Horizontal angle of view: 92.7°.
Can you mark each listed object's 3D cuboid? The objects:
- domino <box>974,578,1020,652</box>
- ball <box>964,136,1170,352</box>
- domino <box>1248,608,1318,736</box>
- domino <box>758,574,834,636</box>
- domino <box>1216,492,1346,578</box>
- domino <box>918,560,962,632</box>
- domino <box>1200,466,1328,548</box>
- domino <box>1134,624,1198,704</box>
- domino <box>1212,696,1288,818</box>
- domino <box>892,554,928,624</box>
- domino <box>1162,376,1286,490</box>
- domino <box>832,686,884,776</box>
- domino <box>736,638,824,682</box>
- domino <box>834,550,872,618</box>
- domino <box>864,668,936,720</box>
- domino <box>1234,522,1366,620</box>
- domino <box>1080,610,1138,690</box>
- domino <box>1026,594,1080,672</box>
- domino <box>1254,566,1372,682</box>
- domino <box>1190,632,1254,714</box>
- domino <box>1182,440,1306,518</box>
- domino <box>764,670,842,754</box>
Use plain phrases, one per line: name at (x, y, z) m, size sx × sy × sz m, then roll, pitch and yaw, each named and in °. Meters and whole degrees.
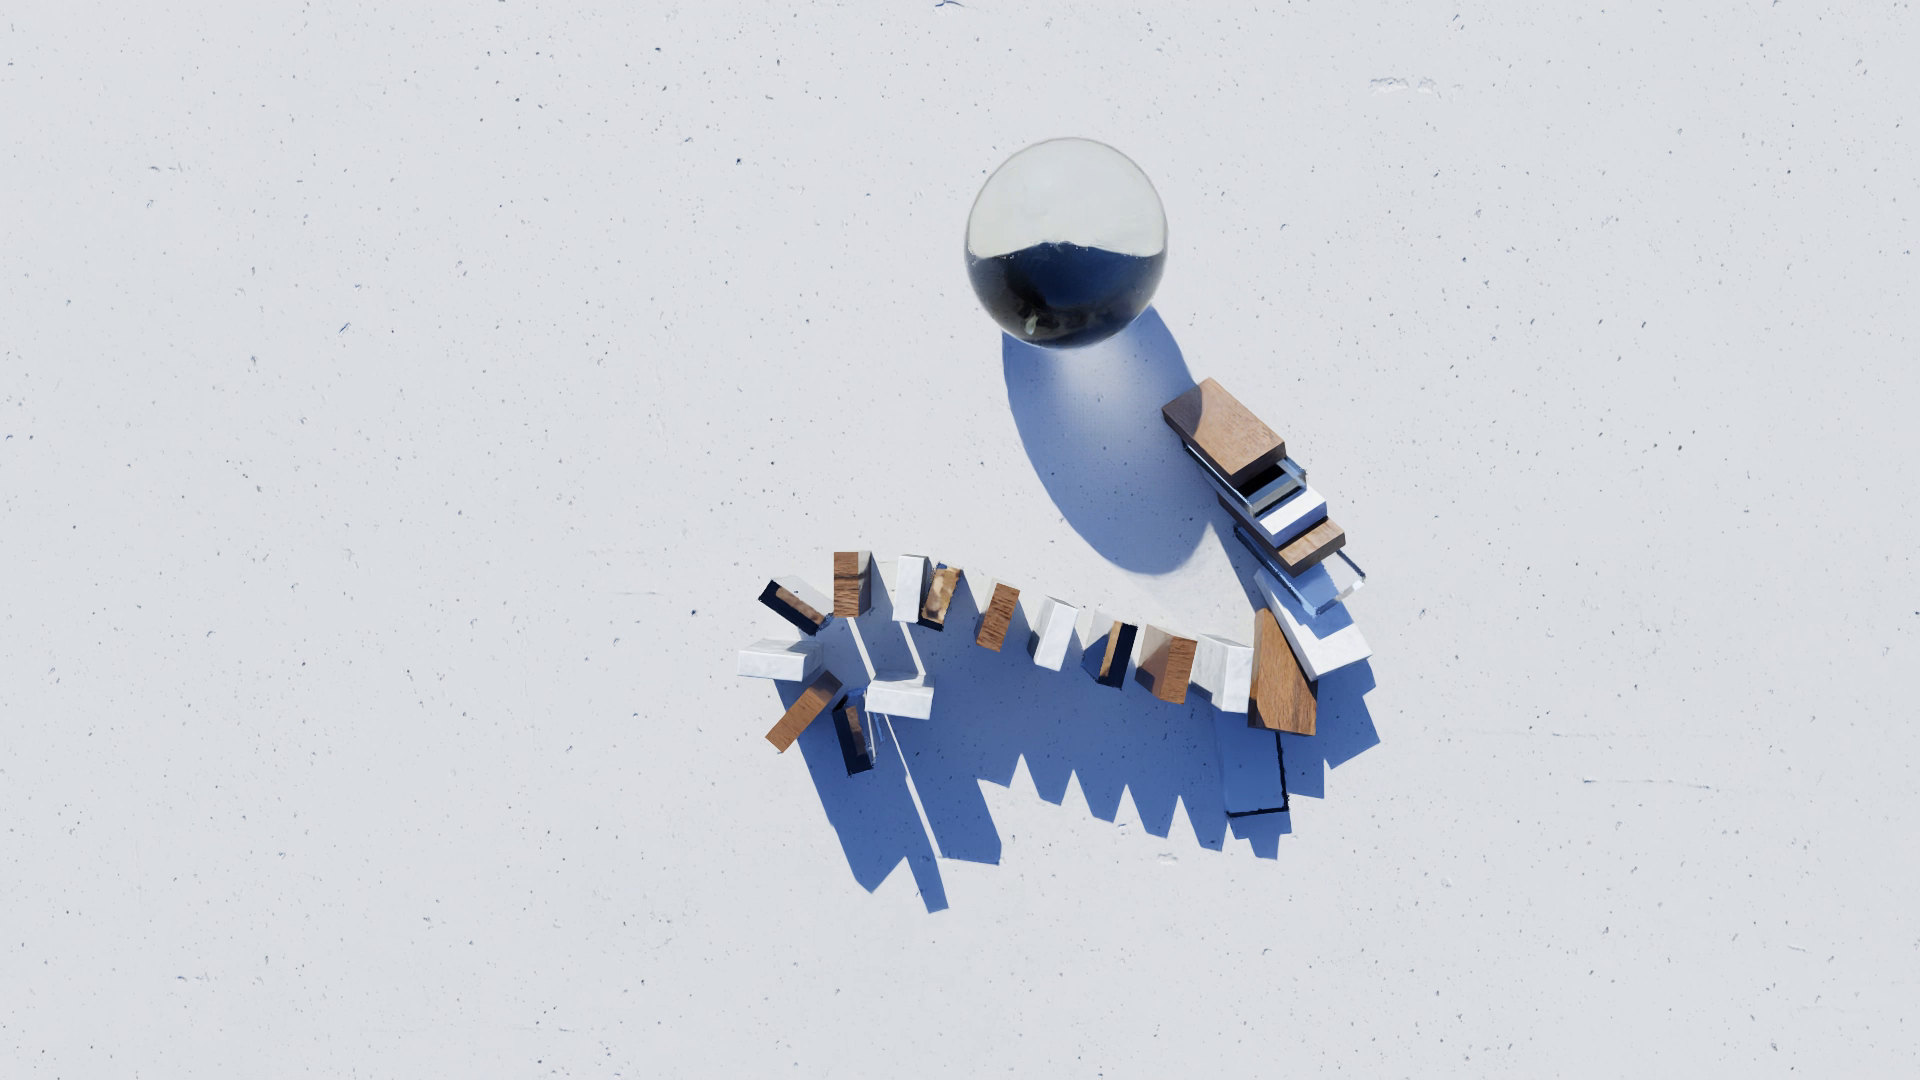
domino at (0.015, 0.030, 0.375) m, size 0.010 × 0.050 × 0.025 m, roll 19°, pitch 90°, yaw 0°
ball at (0.041, -0.115, 0.360) m, size 0.080 × 0.080 × 0.080 m, roll 0°, pitch 90°, yaw 0°
domino at (0.138, 0.056, 0.389) m, size 0.025 × 0.010 × 0.050 m, roll 10°, pitch 74°, yaw 0°
domino at (-0.064, 0.026, 0.375) m, size 0.025 × 0.050 × 0.010 m, roll 35°, pitch 90°, yaw 0°
domino at (0.132, -0.010, 0.380) m, size 0.025 × 0.010 × 0.050 m, roll -33°, pitch 48°, yaw 0°
domino at (-0.008, 0.022, 0.375) m, size 0.010 × 0.050 × 0.025 m, roll 19°, pitch 90°, yaw 0°
domino at (0.125, -0.022, 0.380) m, size 0.025 × 0.009 × 0.050 m, roll -33°, pitch 48°, yaw 0°
domino at (0.083, 0.050, 0.375) m, size 0.010 × 0.050 × 0.025 m, roll 13°, pitch 90°, yaw 0°
domino at (0.125, 0.092, 0.395) m, size 0.025 × 0.010 × 0.050 m, roll -7°, pitch 90°, yaw 0°
domino at (-0.020, 0.019, 0.375) m, size 0.010 × 0.050 × 0.025 m, roll 6°, pitch 90°, yaw 0°
domino at (0.109, -0.045, 0.380) m, size 0.025 × 0.009 × 0.050 m, roll -33°, pitch 48°, yaw 0°
domino at (-0.041, 0.077, 0.375) m, size 0.010 × 0.050 × 0.025 m, roll -15°, pitch 90°, yaw 0°
domino at (-0.072, 0.048, 0.375) m, size 0.025 × 0.050 × 0.009 m, roll 6°, pitch 90°, yaw 0°
domino at (-0.044, 0.017, 0.375) m, size 0.010 × 0.050 × 0.025 m, roll 0°, pitch 90°, yaw 0°
domino at (-0.023, 0.063, 0.375) m, size 0.025 × 0.050 × 0.009 m, roll 8°, pitch 90°, yaw 0°
domino at (0.141, 0.006, 0.382) m, size 0.025 × 0.010 × 0.050 m, roll -35°, pitch 58°, yaw -2°
domino at (0.060, 0.044, 0.375) m, size 0.010 × 0.050 × 0.025 m, roll 15°, pitch 90°, yaw 0°
domino at (0.037, 0.037, 0.375) m, size 0.009 × 0.050 × 0.025 m, roll 18°, pitch 90°, yaw 0°
domino at (0.147, 0.031, 0.384) m, size 0.025 × 0.010 × 0.050 m, roll -19°, pitch 66°, yaw -6°
domino at (0.106, 0.053, 0.375) m, size 0.009 × 0.050 × 0.025 m, roll 6°, pitch 90°, yaw 0°
domino at (0.117, -0.033, 0.380) m, size 0.025 × 0.010 × 0.050 m, roll -33°, pitch 48°, yaw 0°
domino at (-0.063, 0.069, 0.375) m, size 0.009 × 0.050 × 0.025 m, roll 42°, pitch 90°, yaw 0°
